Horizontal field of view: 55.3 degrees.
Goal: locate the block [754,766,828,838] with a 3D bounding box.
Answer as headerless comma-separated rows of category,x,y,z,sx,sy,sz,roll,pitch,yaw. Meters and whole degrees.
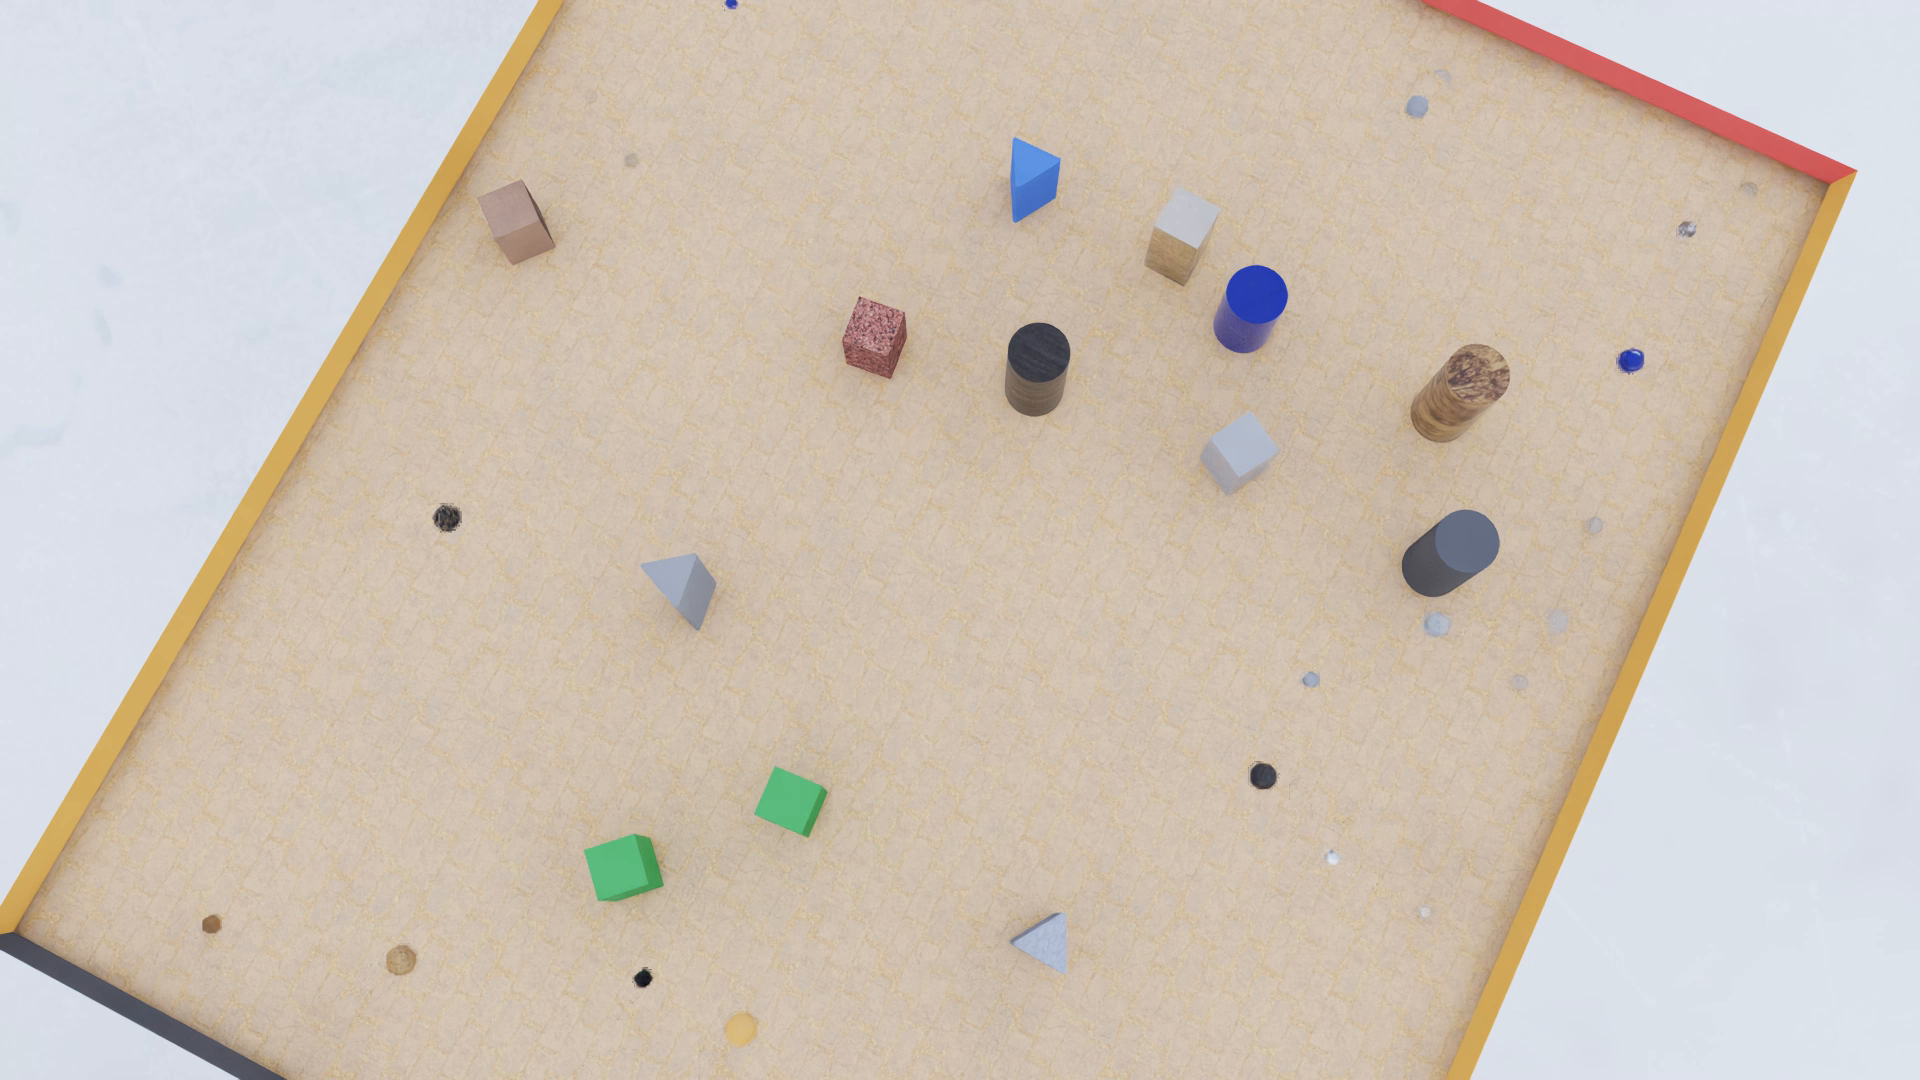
block,-0.489,0.764,5.334,0.147,0.243,0.147,22,79,4

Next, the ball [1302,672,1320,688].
ball,1.054,0.421,5.504,0.049,0.049,0.049,0,78,0

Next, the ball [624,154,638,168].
ball,-1.050,-1.210,5.844,0.043,0.043,0.043,0,78,0

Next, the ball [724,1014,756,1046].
ball,-0.631,1.411,5.278,0.092,0.092,0.092,0,78,0

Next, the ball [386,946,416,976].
ball,-1.623,1.221,5.320,0.086,0.086,0.086,0,78,0

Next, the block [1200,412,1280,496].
block,0.842,-0.258,5.541,0.147,0.251,0.147,-33,80,-6

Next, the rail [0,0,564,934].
rail,-1.758,-0.854,5.731,0.045,0.119,4.617,26,80,5

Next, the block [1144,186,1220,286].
block,0.680,-0.930,5.638,0.147,0.334,0.147,29,80,6

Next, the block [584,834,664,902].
block,-0.965,0.946,5.280,0.147,0.275,0.147,-18,79,-4

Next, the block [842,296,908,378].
block,-0.260,-0.618,5.622,0.147,0.240,0.147,19,79,4

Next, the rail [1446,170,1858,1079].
rail,1.758,0.867,5.375,0.045,0.119,4.617,26,80,5

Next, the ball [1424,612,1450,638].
ball,1.439,0.254,5.524,0.078,0.078,0.078,0,78,0

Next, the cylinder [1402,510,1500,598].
cylinder,1.441,0.043,5.403,0.184,0.401,0.184,0,78,0

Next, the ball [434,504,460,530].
ball,-1.566,-0.067,5.590,0.079,0.079,0.079,0,78,0

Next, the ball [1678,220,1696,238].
ball,2.298,-0.981,5.792,0.054,0.054,0.054,0,78,0

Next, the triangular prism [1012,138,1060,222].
triangular prism,0.201,-1.137,5.703,0.159,0.290,0.138,-33,80,-6

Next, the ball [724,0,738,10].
ball,-0.742,-1.744,5.955,0.043,0.043,0.043,0,78,0

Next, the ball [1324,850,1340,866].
ball,1.097,0.936,5.400,0.045,0.045,0.045,0,78,0

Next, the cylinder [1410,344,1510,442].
cylinder,1.493,-0.434,5.488,0.184,0.428,0.184,0,78,0

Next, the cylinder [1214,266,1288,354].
cylinder,0.887,-0.704,5.613,0.184,0.291,0.184,0,78,0

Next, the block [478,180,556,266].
block,-1.378,-0.986,5.703,0.147,0.229,0.147,-24,79,-5

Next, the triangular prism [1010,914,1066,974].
triangular prism,0.248,1.111,5.153,0.159,0.459,0.138,29,80,6

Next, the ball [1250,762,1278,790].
ball,0.899,0.700,5.430,0.082,0.082,0.082,0,78,0

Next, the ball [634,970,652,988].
ball,-0.920,1.276,5.327,0.050,0.050,0.050,0,78,0

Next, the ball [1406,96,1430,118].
ball,1.465,-1.388,5.867,0.071,0.071,0.071,0,78,0

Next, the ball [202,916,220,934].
ball,-2.189,1.124,5.357,0.053,0.053,0.053,0,78,0

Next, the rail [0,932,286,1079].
rail,-1.022,2.008,5.139,3.978,0.119,0.045,26,80,5

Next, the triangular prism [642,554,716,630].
triangular prism,-0.795,0.128,5.369,0.138,0.433,0.159,-41,81,-8

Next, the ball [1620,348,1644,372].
ball,2.088,-0.558,5.693,0.075,0.075,0.075,0,78,0

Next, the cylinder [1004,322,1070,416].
cylinder,0.231,-0.511,5.534,0.184,0.368,0.184,0,78,0

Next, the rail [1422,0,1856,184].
rail,1.022,-1.995,5.967,3.978,0.119,0.045,26,80,5
